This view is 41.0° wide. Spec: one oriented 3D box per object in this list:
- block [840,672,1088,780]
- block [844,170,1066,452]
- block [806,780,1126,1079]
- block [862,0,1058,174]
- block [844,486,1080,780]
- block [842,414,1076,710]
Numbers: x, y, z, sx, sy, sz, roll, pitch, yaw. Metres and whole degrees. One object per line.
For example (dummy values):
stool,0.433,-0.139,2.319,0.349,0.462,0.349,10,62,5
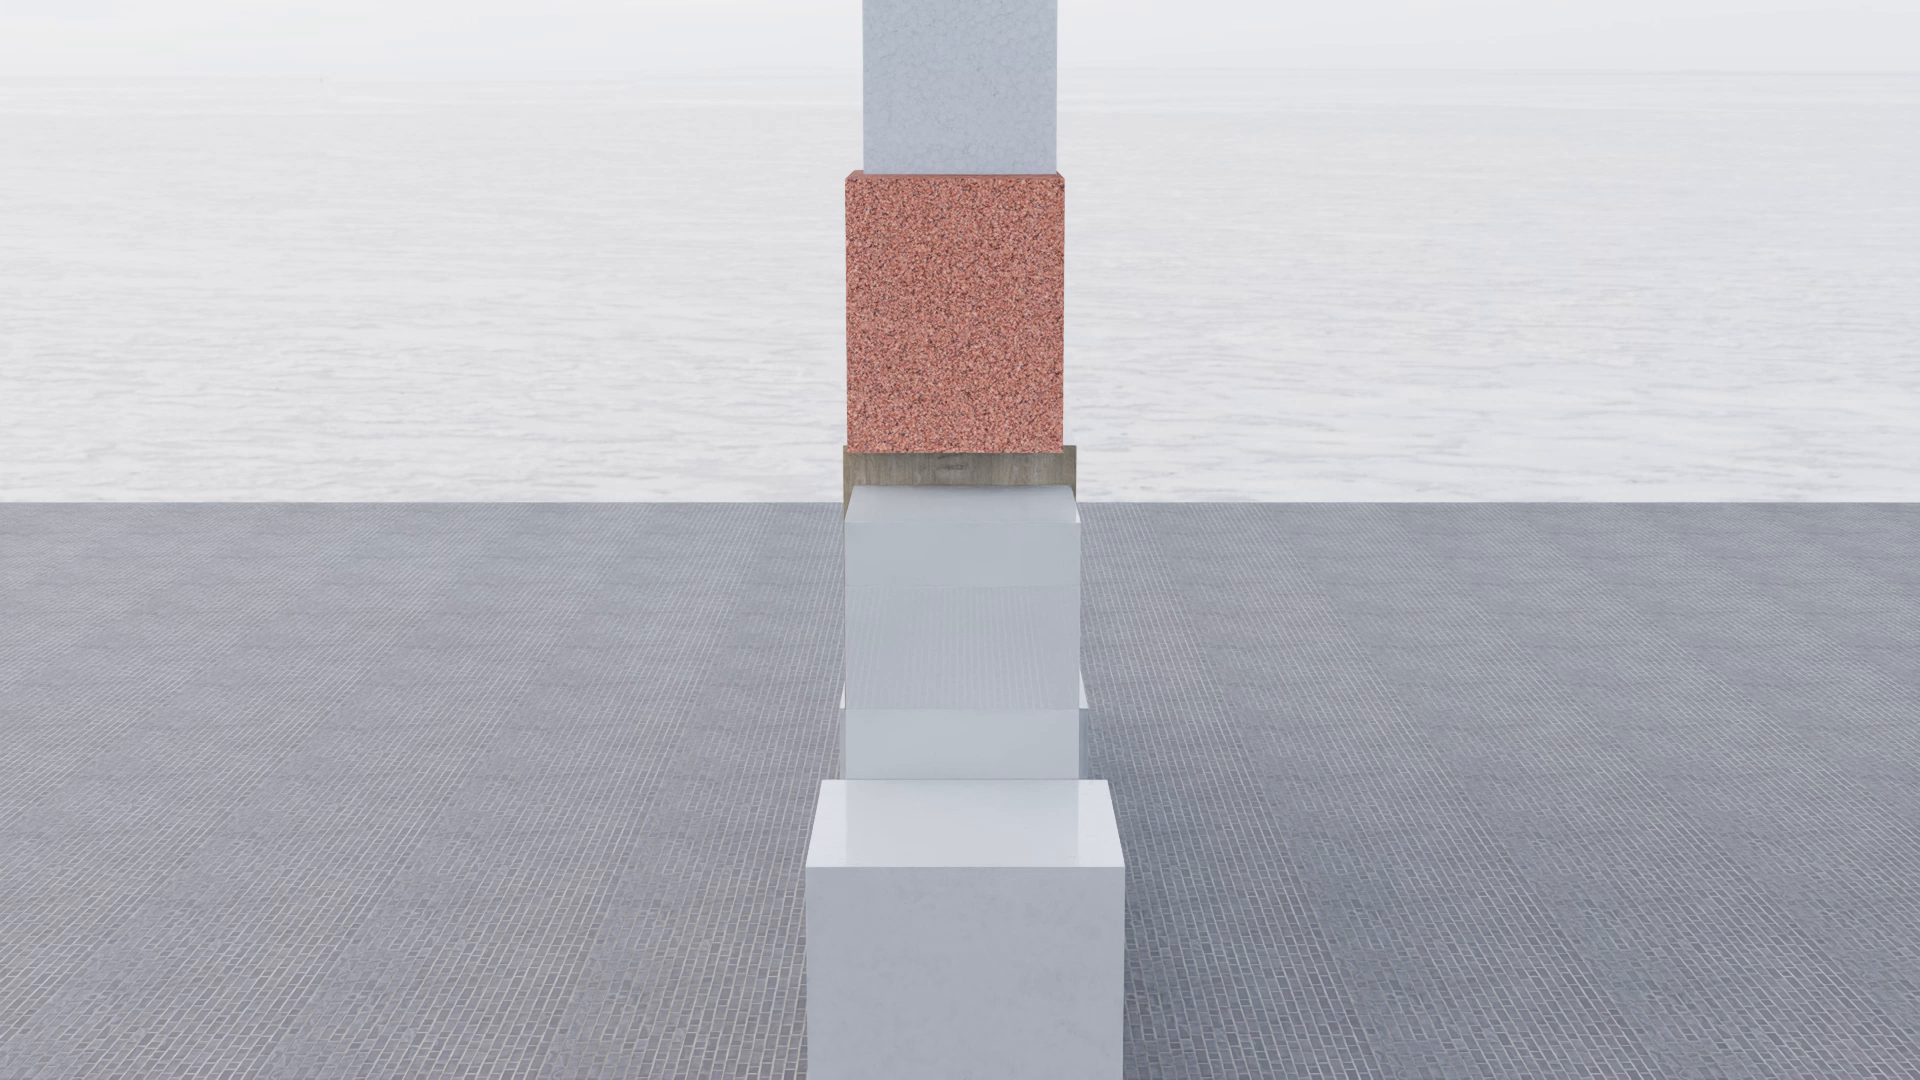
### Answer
block,0.015,1.062,11.022,1.009,0.966,1.066,0,10,0
block,-0.019,-0.943,10.351,0.841,1.057,0.931,0,10,0
block,0.018,1.438,9.091,1.058,0.919,1.062,0,10,0
block,0.000,-1.911,10.497,0.770,0.796,0.690,0,10,0
block,0.009,0.345,9.875,0.864,0.988,0.857,0,10,0
block,-0.001,0.072,10.744,0.929,1.082,0.929,0,10,0
